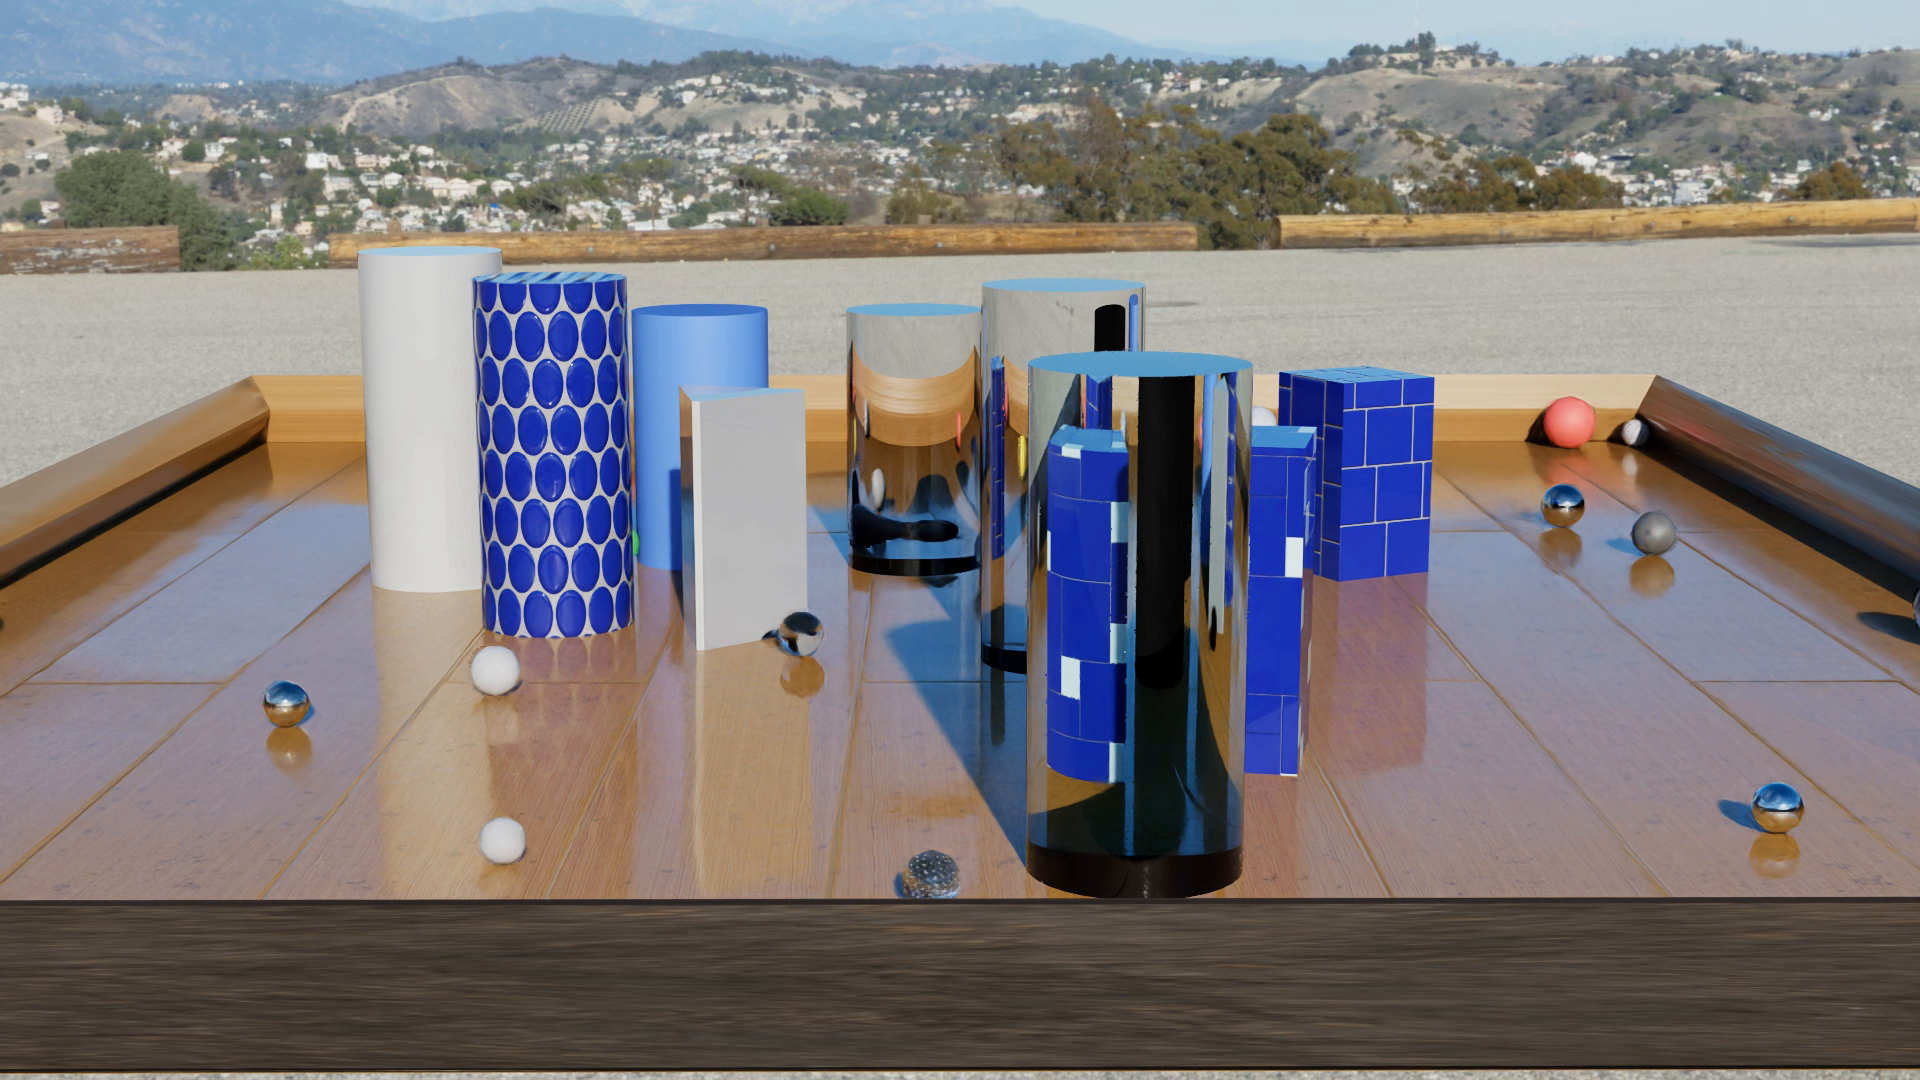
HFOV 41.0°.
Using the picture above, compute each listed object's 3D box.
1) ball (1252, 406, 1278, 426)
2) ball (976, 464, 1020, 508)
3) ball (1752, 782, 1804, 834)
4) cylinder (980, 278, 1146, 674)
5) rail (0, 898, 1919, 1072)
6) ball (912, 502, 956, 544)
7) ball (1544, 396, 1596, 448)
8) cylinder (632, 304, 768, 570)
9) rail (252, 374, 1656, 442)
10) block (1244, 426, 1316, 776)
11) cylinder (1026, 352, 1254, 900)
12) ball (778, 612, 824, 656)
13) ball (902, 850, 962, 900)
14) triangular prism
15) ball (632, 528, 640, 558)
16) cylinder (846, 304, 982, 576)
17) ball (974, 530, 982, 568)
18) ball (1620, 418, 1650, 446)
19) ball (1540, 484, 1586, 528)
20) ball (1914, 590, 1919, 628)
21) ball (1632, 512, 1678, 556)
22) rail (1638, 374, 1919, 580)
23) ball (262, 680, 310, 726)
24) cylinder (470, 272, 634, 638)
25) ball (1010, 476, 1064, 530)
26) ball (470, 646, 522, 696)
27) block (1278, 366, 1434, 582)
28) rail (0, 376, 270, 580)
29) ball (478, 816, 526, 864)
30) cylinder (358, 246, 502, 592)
[{"bbox_3d":[0.574,-0.219,4.957,0.081,0.081,0.081,0,10,0],"label":"ball"},{"bbox_3d":[0.063,-0.089,4.278,0.072,0.072,0.072,0,10,0],"label":"ball"},{"bbox_3d":[0.786,0.257,2.466,0.049,0.049,0.049,0,10,0],"label":"ball"},{"bbox_3d":[0.126,-0.081,3.154,0.200,0.465,0.200,0,10,0],"label":"cylinder"},{"bbox_3d":[0.009,0.321,1.893,2.749,0.130,0.045,0,10,0],"label":"rail"},{"bbox_3d":[-0.039,-0.026,3.949,0.067,0.067,0.067,0,10,0],"label":"ball"},{"bbox_3d":[1.175,-0.227,4.944,0.100,0.100,0.100,0,10,0],"label":"ball"},{"bbox_3d":[-0.383,-0.155,3.809,0.200,0.372,0.200,0,10,0],"label":"cylinder"},{"bbox_3d":[-0.009,-0.254,5.004,2.749,0.130,0.045,0,10,0],"label":"rail"},{"bbox_3d":[0.289,0.059,2.728,0.160,0.344,0.160,2,11,12],"label":"block"},{"bbox_3d":[0.160,0.072,2.323,0.200,0.466,0.200,0,10,0],"label":"cylinder"},{"bbox_3d":[-0.199,0.117,3.205,0.056,0.056,0.056,0,10,0],"label":"ball"},{"bbox_3d":[-0.025,0.297,2.240,0.052,0.052,0.052,0,10,0],"label":"ball"},{"bbox_3d":[-0.313,-0.037,3.321,0.173,0.316,0.150,-9,14,-41],"label":"triangular prism"},{"bbox_3d":[-0.505,0.005,3.789,0.063,0.063,0.063,0,10,0],"label":"ball"},{"bbox_3d":[-0.066,-0.151,3.771,0.200,0.376,0.200,0,10,0],"label":"cylinder"},{"bbox_3d":[0.062,0.013,3.695,0.082,0.082,0.082,0,10,0],"label":"ball"},{"bbox_3d":[1.308,-0.208,4.968,0.054,0.054,0.054,0,10,0],"label":"ball"},{"bbox_3d":[0.962,-0.055,4.097,0.070,0.070,0.070,0,10,0],"label":"ball"},{"bbox_3d":[1.260,0.087,3.248,0.099,0.099,0.099,0,10,0],"label":"ball"},{"bbox_3d":[1.044,-0.009,3.858,0.067,0.067,0.067,0,10,0],"label":"ball"},{"bbox_3d":[1.351,0.032,3.456,0.045,0.130,3.211,0,10,0],"label":"rail"},{"bbox_3d":[-0.752,0.183,2.865,0.051,0.051,0.051,0,10,0],"label":"ball"},{"bbox_3d":[-0.532,-0.116,3.365,0.200,0.456,0.200,0,10,0],"label":"cylinder"},{"bbox_3d":[0.122,-0.058,4.075,0.084,0.084,0.084,0,10,0],"label":"ball"},{"bbox_3d":[-0.544,0.153,3.002,0.059,0.059,0.059,0,10,0],"label":"ball"},{"bbox_3d":[0.575,-0.100,3.750,0.160,0.285,0.160,-5,12,-27],"label":"block"},{"bbox_3d":[-1.351,0.035,3.441,0.045,0.130,3.211,0,10,0],"label":"rail"},{"bbox_3d":[-0.422,0.278,2.369,0.044,0.044,0.044,0,10,0],"label":"ball"},{"bbox_3d":[-0.745,-0.176,3.650,0.200,0.470,0.200,0,10,0],"label":"cylinder"}]
